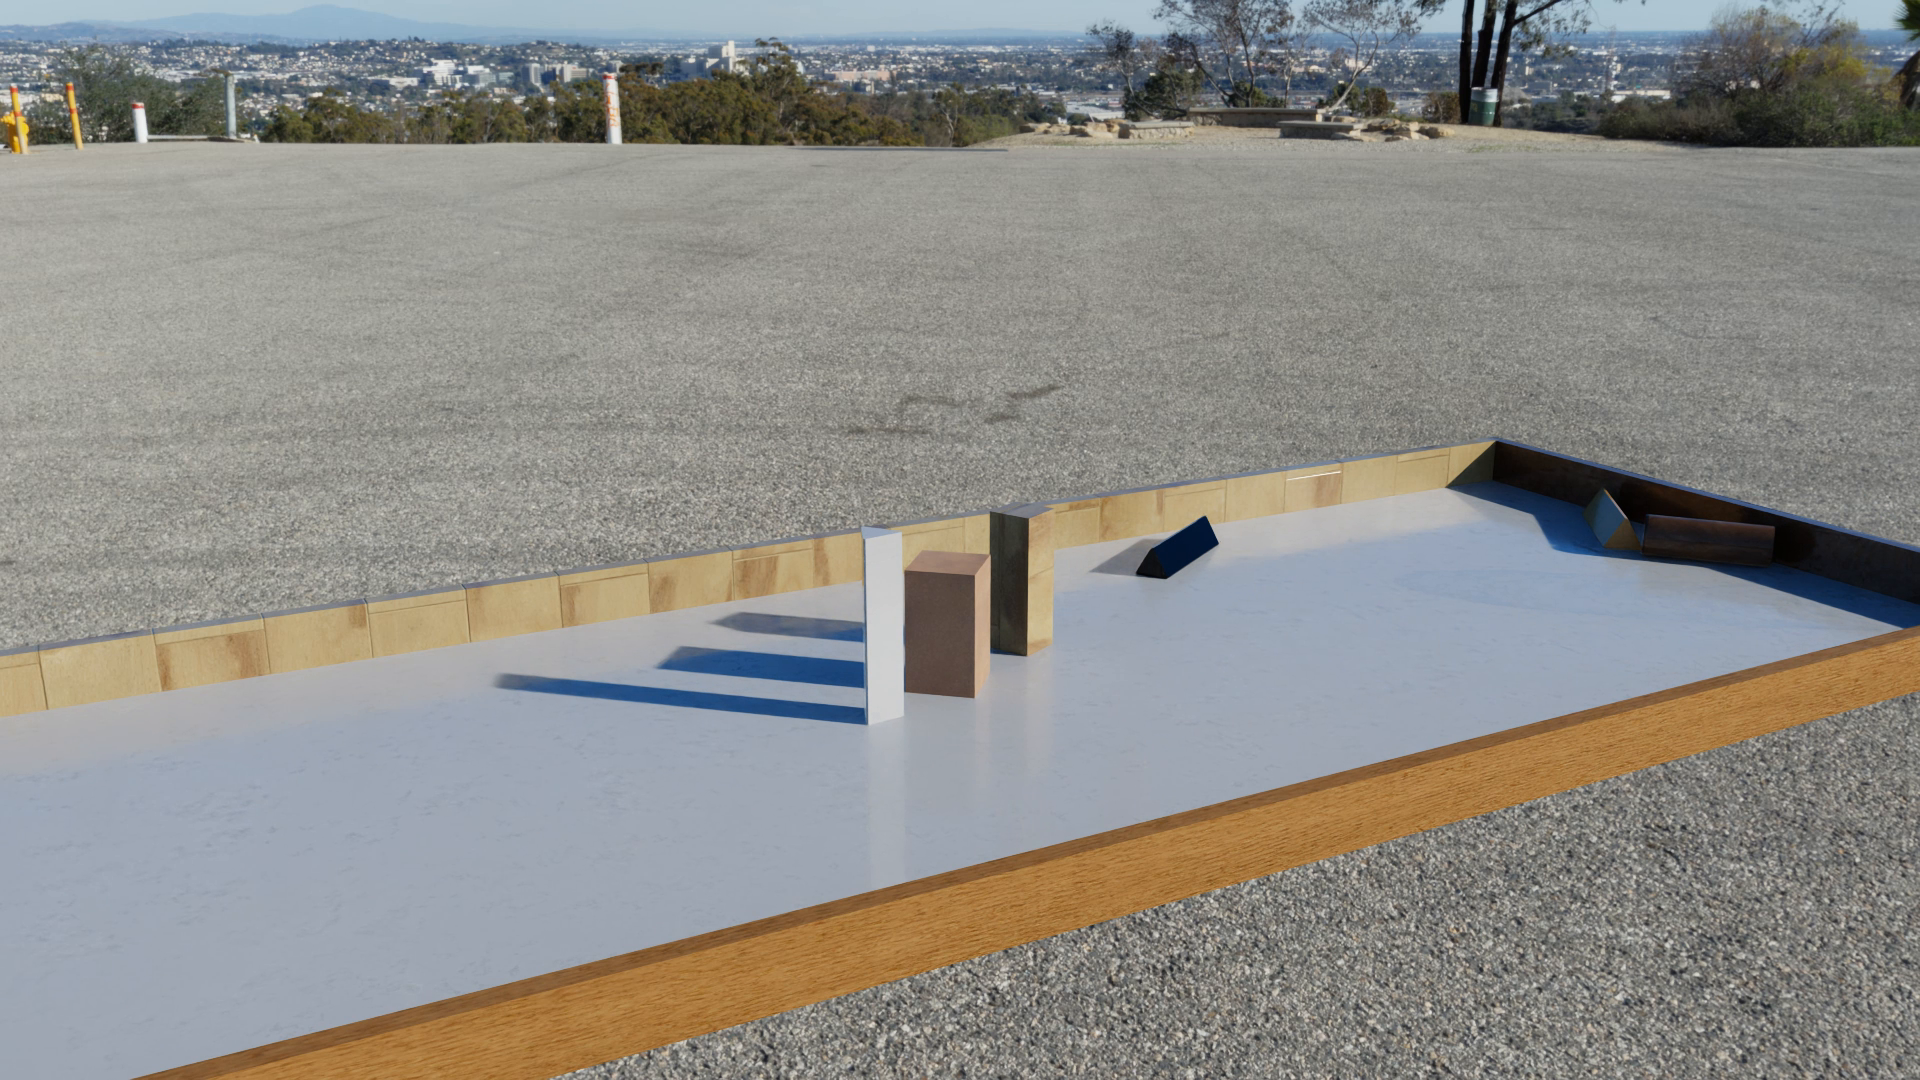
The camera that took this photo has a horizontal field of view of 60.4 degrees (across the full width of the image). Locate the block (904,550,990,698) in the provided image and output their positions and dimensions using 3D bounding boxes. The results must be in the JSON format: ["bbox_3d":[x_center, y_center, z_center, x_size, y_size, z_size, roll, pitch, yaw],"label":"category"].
[{"bbox_3d":[-0.029,0.206,4.092,0.175,0.316,0.175,4,17,13],"label":"block"}]

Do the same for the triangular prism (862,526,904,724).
[{"bbox_3d":[-0.202,0.198,3.874,0.104,0.456,0.090,-11,20,-34],"label":"triangular prism"}]

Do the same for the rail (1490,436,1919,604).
[{"bbox_3d":[2.466,-0.048,5.253,0.050,0.150,2.100,-9,18,-27],"label":"rail"}]

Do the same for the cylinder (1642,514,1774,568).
[{"bbox_3d":[2.321,0.001,5.126,0.365,0.128,0.128,7,18,21],"label":"cylinder"}]

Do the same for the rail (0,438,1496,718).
[{"bbox_3d":[-3.305,0.497,3.399,12.000,0.150,0.050,-9,18,-27],"label":"rail"}]

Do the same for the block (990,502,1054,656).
[{"bbox_3d":[0.162,0.101,4.344,0.122,0.375,0.122,11,20,34],"label":"block"}]

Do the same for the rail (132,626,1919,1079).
[{"bbox_3d":[-2.336,1.006,1.665,12.000,0.150,0.050,-9,18,-27],"label":"rail"}]
